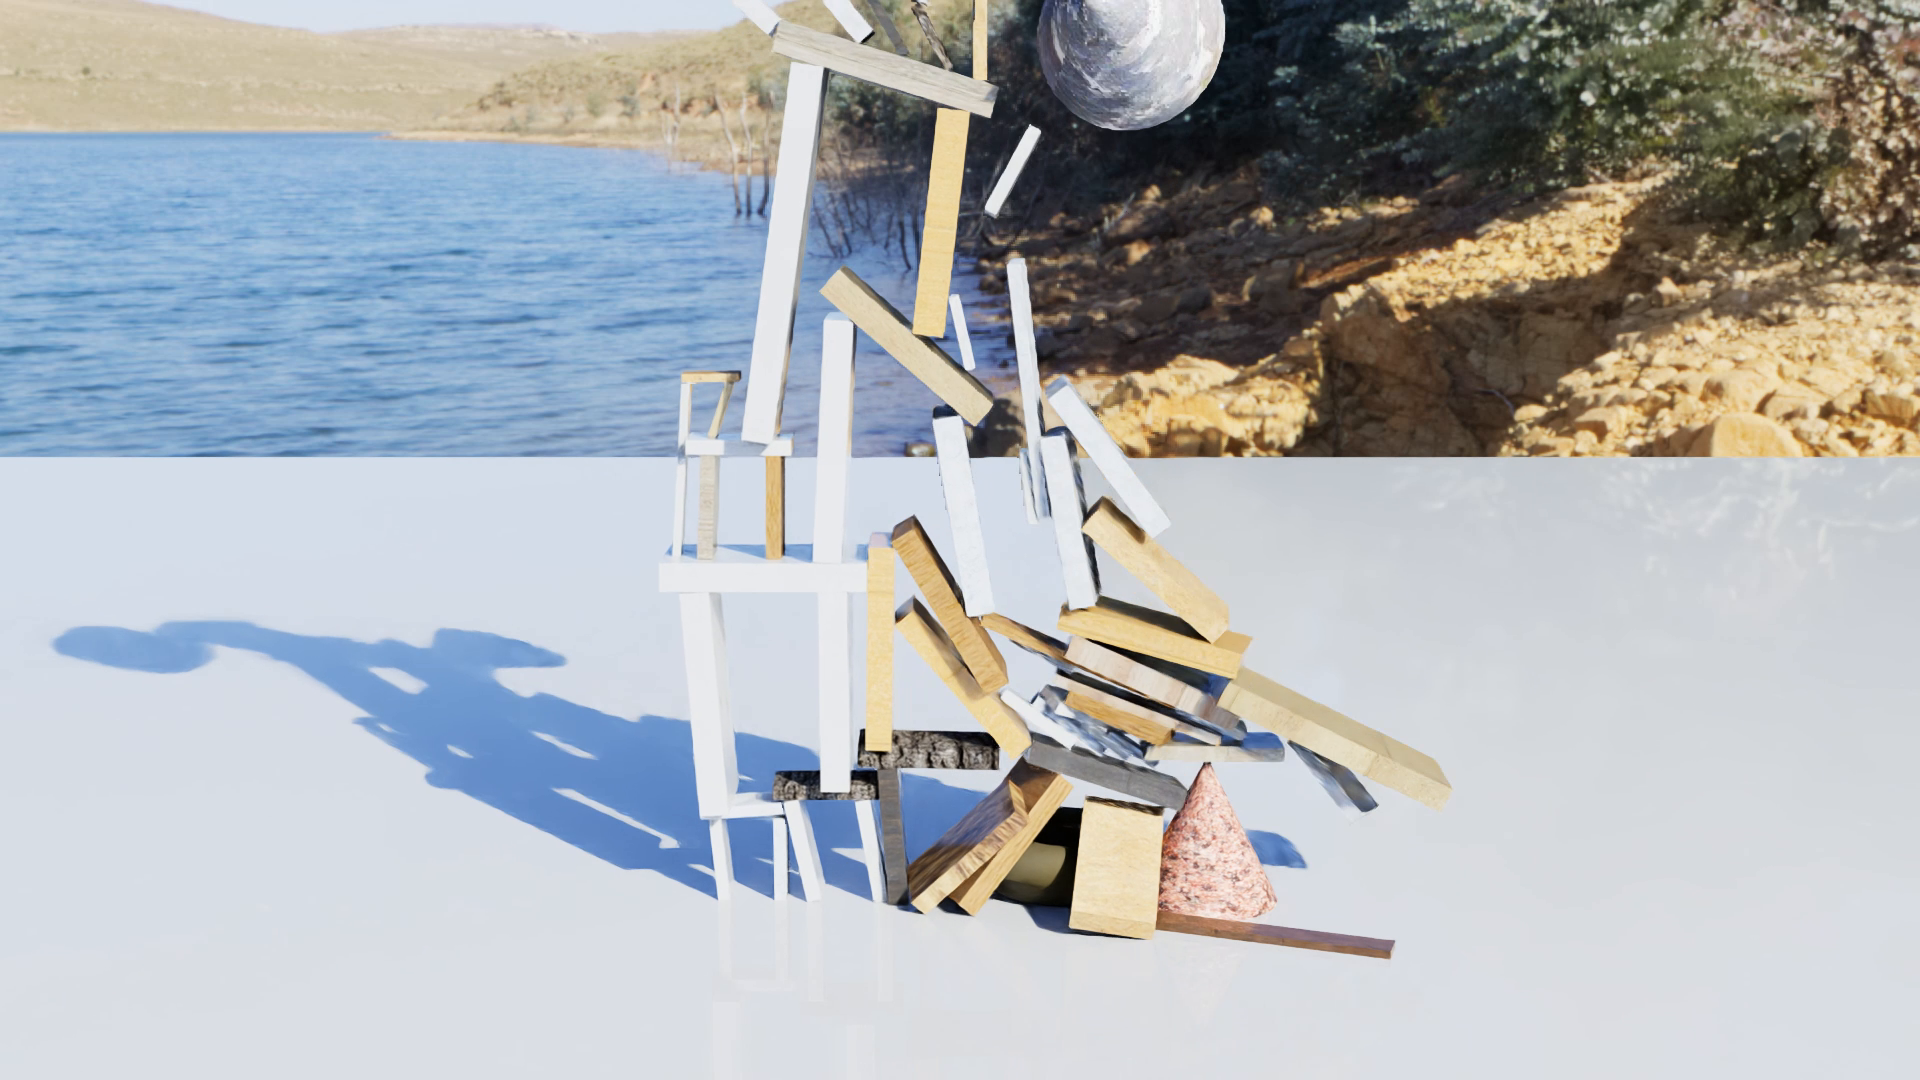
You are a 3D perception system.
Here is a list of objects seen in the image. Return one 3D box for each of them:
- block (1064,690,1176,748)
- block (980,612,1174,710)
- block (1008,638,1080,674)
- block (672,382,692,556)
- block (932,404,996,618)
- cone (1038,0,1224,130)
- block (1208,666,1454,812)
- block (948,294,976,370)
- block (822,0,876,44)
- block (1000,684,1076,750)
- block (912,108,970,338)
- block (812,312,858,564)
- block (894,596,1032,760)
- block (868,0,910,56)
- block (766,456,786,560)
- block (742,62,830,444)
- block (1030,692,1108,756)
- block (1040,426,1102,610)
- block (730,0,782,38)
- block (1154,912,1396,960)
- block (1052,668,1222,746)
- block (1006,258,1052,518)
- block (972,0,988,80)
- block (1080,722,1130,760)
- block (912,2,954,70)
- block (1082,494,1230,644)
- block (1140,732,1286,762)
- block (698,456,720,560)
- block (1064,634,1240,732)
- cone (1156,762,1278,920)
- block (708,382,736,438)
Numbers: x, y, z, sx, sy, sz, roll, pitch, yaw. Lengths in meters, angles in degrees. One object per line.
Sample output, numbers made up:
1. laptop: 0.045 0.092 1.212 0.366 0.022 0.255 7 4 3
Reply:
1. block: 0.266 0.285 3.610 0.174 0.025 0.087 24 14 15
2. block: 0.196 0.195 3.627 0.347 0.017 0.059 24 12 -2
3. block: 0.144 0.184 3.651 0.119 0.017 0.059 28 12 15
4. block: -0.447 -0.116 3.539 0.013 0.282 0.045 4 10 -1
5. block: 0.006 -0.051 3.549 0.045 0.320 0.160 -10 11 1
6. cone: 0.220 -0.782 3.284 0.299 0.299 0.299 3 4 17
7. block: 0.601 0.314 3.587 0.408 0.042 0.149 26 13 -6
8. block: 0.003 -0.331 3.496 0.017 0.117 0.059 -13 11 2
9. block: -0.216 -0.861 3.403 0.031 0.219 0.109 -40 8 6
10. block: 0.130 0.294 3.656 0.143 0.020 0.072 36 2 0
11. block: -0.029 -0.502 3.467 0.049 0.346 0.173 7 10 -1
12. block: -0.200 -0.167 3.527 0.045 0.384 0.160 3 11 -1
13. block: 0.004 0.225 3.634 0.042 0.293 0.147 -41 7 4
14. block: -0.113 -0.801 3.413 0.016 0.110 0.055 -30 9 5
15. block: -0.297 -0.059 3.546 0.024 0.167 0.084 1 11 0
16. block: -0.276 -0.453 3.475 0.049 0.585 0.173 8 10 -2
17. block: 0.182 0.307 3.671 0.143 0.020 0.072 37 3 0
18. block: 0.180 -0.039 3.564 0.040 0.279 0.139 -9 8 10
19. block: -0.366 -0.865 3.401 0.219 0.031 0.109 41 7 -7
20. block: 0.481 0.621 3.465 0.400 0.014 0.048 4 11 20
21. block: 0.292 0.272 3.612 0.290 0.017 0.059 21 14 3
22. block: 0.113 -0.242 3.508 0.021 0.409 0.073 -5 15 9
23. block: 0.032 -0.789 3.411 0.021 0.147 0.073 1 10 0
24. block: 0.242 0.330 3.660 0.096 0.014 0.048 37 4 2
25. block: -0.042 -0.781 3.417 0.016 0.110 0.055 -28 10 5
26. block: 0.319 0.046 3.559 0.279 0.040 0.139 41 14 -2
27. block: 0.415 0.341 3.621 0.227 0.025 0.087 1 11 -2
28. block: -0.405 -0.060 3.546 0.024 0.167 0.084 3 11 -1
29. block: 0.319 0.218 3.622 0.299 0.042 0.149 24 12 0
30. cone: 0.406 0.474 3.632 0.242 0.242 0.242 0 11 0
31. block: -0.381 -0.211 3.522 0.013 0.091 0.045 19 10 -4
